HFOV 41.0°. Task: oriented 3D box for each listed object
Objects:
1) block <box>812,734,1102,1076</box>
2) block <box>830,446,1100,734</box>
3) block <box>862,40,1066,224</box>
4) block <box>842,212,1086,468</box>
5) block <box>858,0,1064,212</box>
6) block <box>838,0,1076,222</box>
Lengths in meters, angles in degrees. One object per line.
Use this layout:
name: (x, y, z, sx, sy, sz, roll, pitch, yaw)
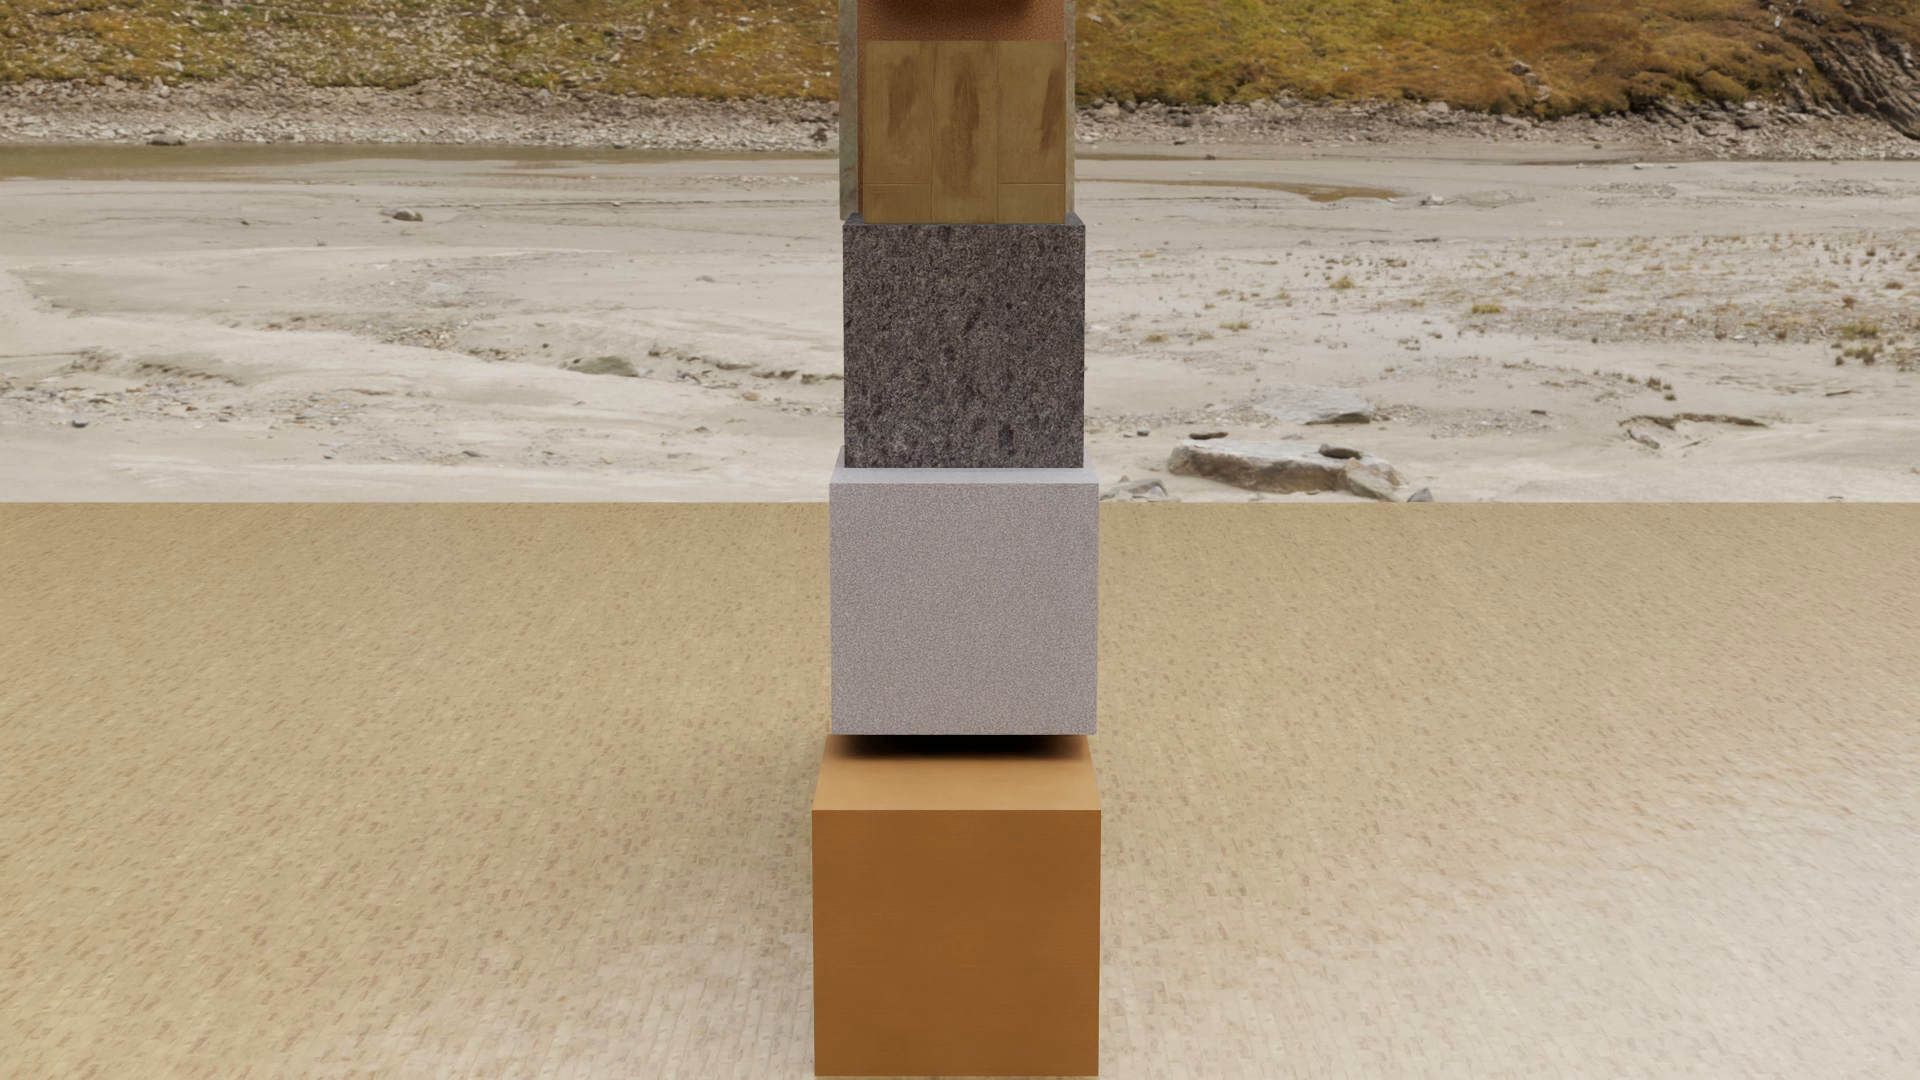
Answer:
block: (-0.012, 1.328, 9.526, 1.007, 0.979, 1.039, 0, 10, 0)
block: (0.015, 0.171, 9.924, 0.985, 0.944, 0.974, 0, 10, 0)
block: (0.016, -1.593, 9.979, 0.764, 0.678, 0.729, 0, 10, 0)
block: (0.015, -0.802, 10.077, 0.906, 0.914, 0.887, 0, 10, 0)
block: (0.002, -1.803, 10.732, 0.832, 0.863, 0.760, 0, 7, 0)
block: (-0.013, -1.967, 11.636, 1.022, 1.038, 1.015, 0, 6, 0)
